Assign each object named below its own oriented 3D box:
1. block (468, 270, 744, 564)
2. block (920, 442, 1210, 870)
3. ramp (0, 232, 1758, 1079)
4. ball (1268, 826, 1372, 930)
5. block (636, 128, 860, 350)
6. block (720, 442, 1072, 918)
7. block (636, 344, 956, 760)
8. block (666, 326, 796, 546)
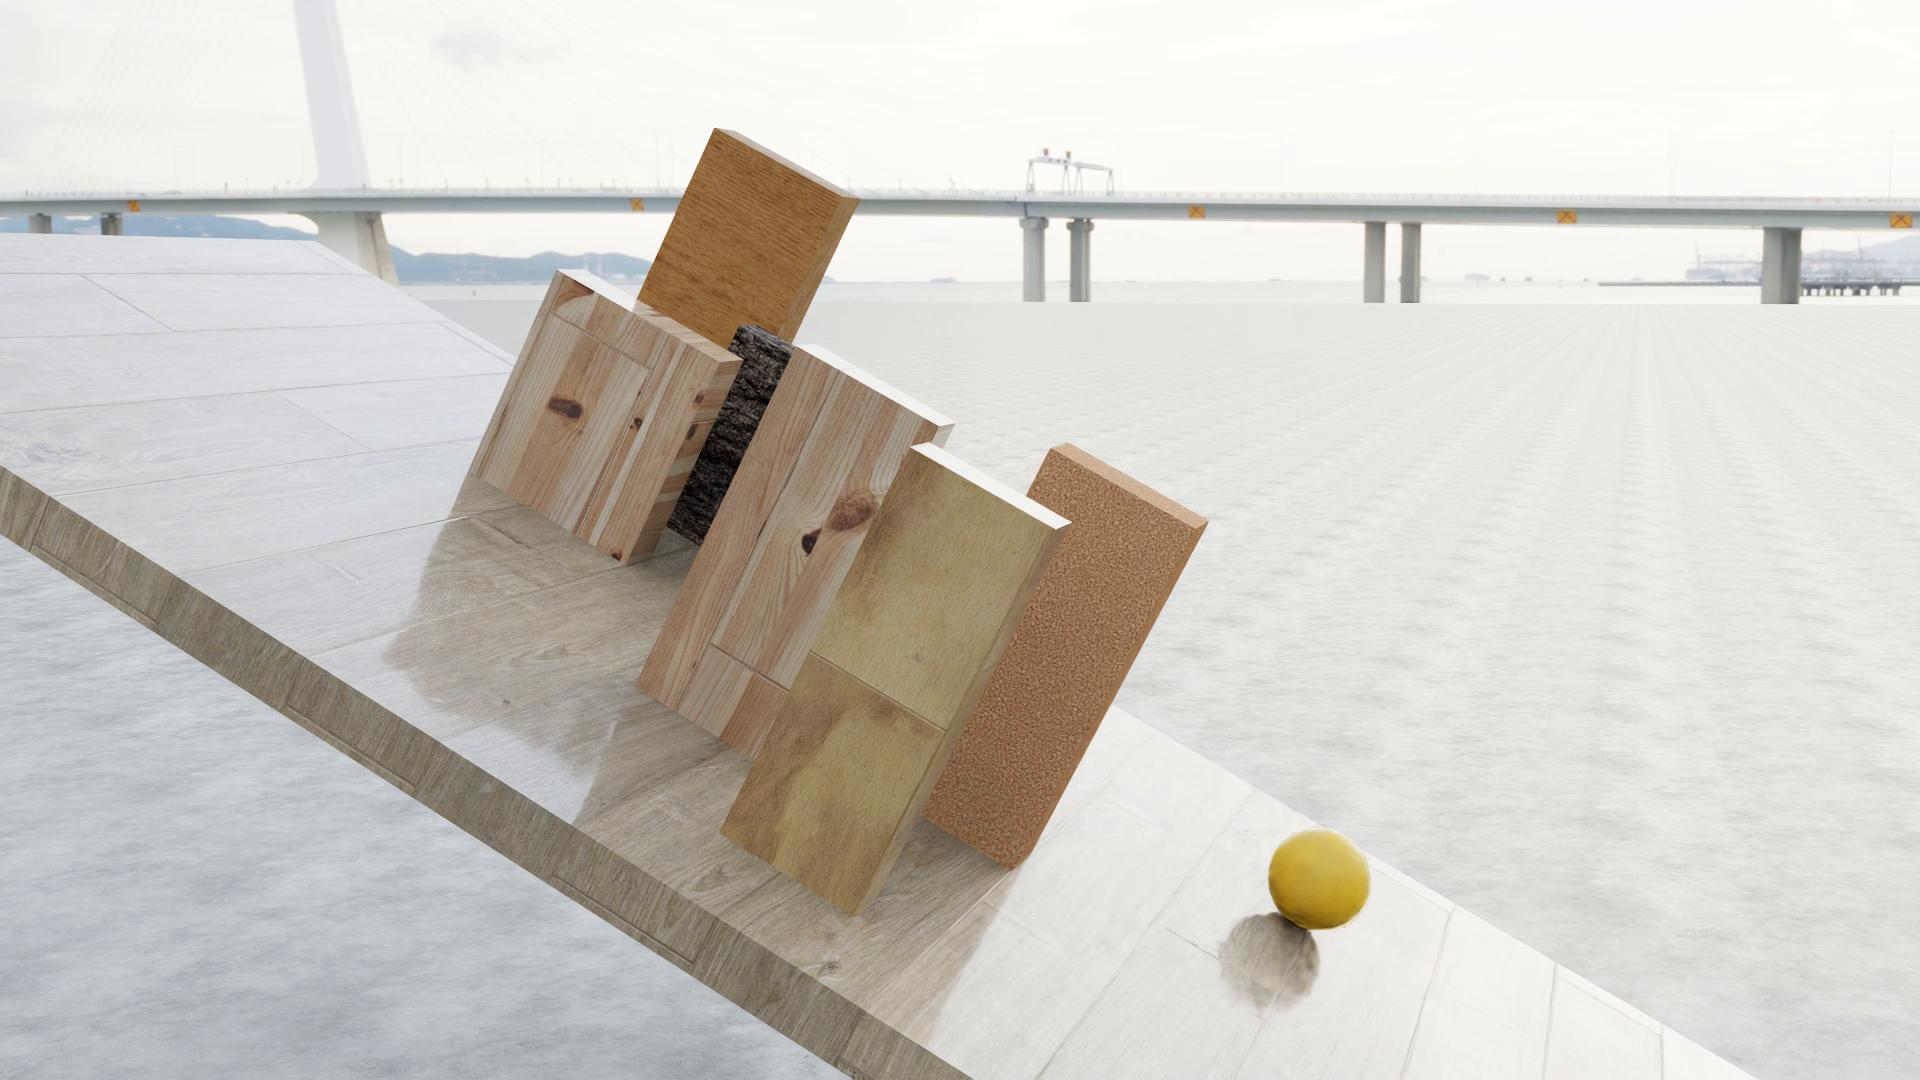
[{"bbox_3d":[-0.711,-0.249,4.398,0.388,0.453,0.119,30,14,12],"label":"block"},{"bbox_3d":[0.140,0.203,3.835,0.282,0.687,0.127,30,14,12],"label":"block"},{"bbox_3d":[-0.229,0.383,4.151,4.000,0.100,2.000,30,14,12],"label":"ramp"},{"bbox_3d":[0.693,0.653,4.240,0.199,0.199,0.199,0,7,0],"label":"ball"},{"bbox_3d":[-0.553,-0.520,5.035,0.343,0.756,0.119,30,14,12],"label":"block"},{"bbox_3d":[-0.104,0.214,3.352,0.252,0.685,0.093,30,14,12],"label":"block"},{"bbox_3d":[-0.285,0.028,3.737,0.280,0.664,0.091,30,14,12],"label":"block"},{"bbox_3d":[-0.375,-0.155,4.663,0.409,0.459,0.104,30,14,12],"label":"block"}]
